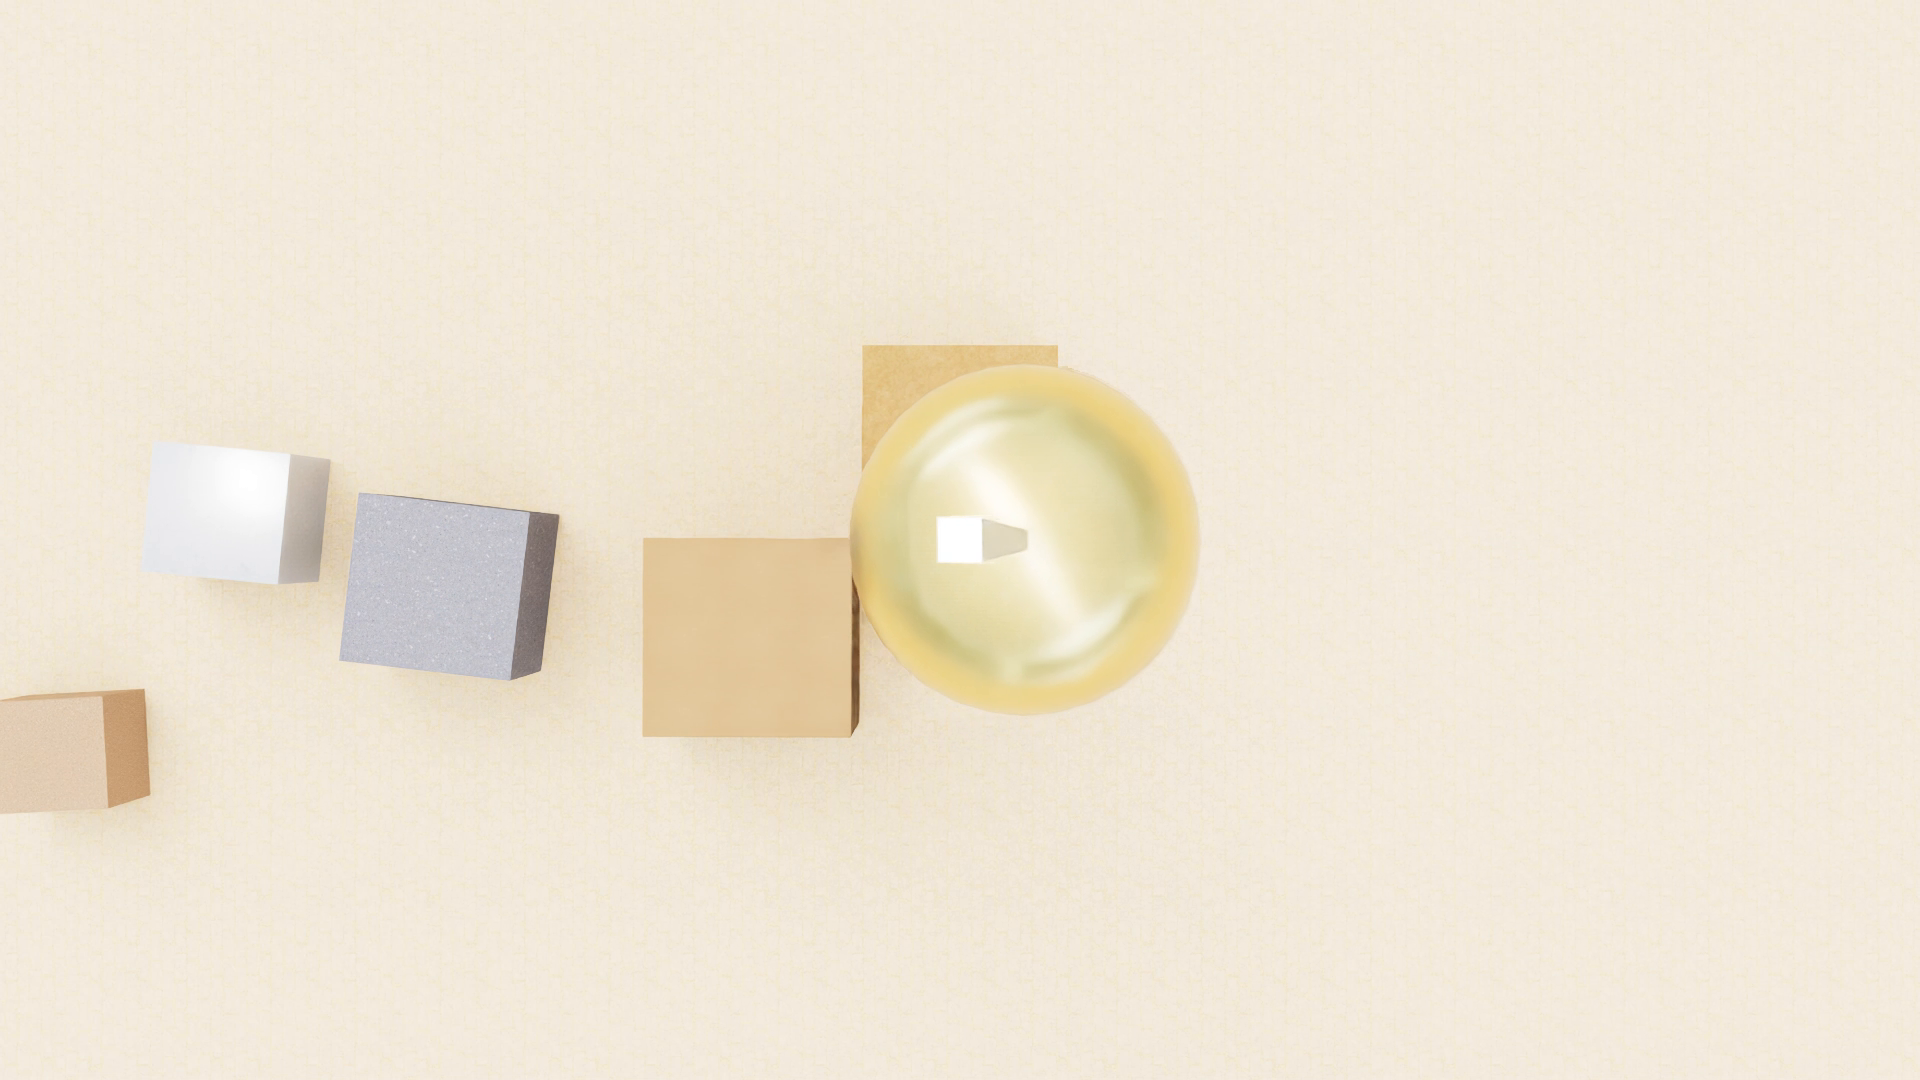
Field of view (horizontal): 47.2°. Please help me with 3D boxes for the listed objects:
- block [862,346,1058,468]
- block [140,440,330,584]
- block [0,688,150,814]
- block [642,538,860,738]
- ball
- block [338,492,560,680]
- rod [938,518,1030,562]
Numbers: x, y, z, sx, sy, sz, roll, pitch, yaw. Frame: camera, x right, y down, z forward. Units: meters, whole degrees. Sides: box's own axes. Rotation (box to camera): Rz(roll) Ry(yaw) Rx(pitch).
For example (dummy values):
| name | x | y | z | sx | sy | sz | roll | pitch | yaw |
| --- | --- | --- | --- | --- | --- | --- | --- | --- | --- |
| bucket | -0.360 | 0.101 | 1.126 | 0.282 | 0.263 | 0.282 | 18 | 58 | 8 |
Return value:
| name | x | y | z | sx | sy | sz | roll | pitch | yaw |
| --- | --- | --- | --- | --- | --- | --- | --- | --- | --- |
| block | 0.001 | -0.546 | 12.557 | 1.078 | 0.887 | 1.055 | 0 | 90 | 0 |
| block | -4.135 | -0.152 | 12.607 | 0.764 | 0.786 | 0.729 | 6 | 90 | 0 |
| block | -5.142 | 1.212 | 12.677 | 0.680 | 0.646 | 0.631 | -3 | 90 | 0 |
| block | -1.157 | 0.530 | 12.469 | 1.131 | 1.062 | 1.082 | 0 | 90 | 0 |
| ball | 0.293 | 0.000 | 9.983 | 1.600 | 1.600 | 1.600 | 0 | 90 | 0 |
| block | -2.893 | 0.257 | 12.550 | 0.949 | 0.900 | 0.933 | 7 | 90 | 0 |
| rod | 0.127 | 0.000 | 6.587 | 0.080 | 5.200 | 0.080 | 0 | 90 | 3 |
